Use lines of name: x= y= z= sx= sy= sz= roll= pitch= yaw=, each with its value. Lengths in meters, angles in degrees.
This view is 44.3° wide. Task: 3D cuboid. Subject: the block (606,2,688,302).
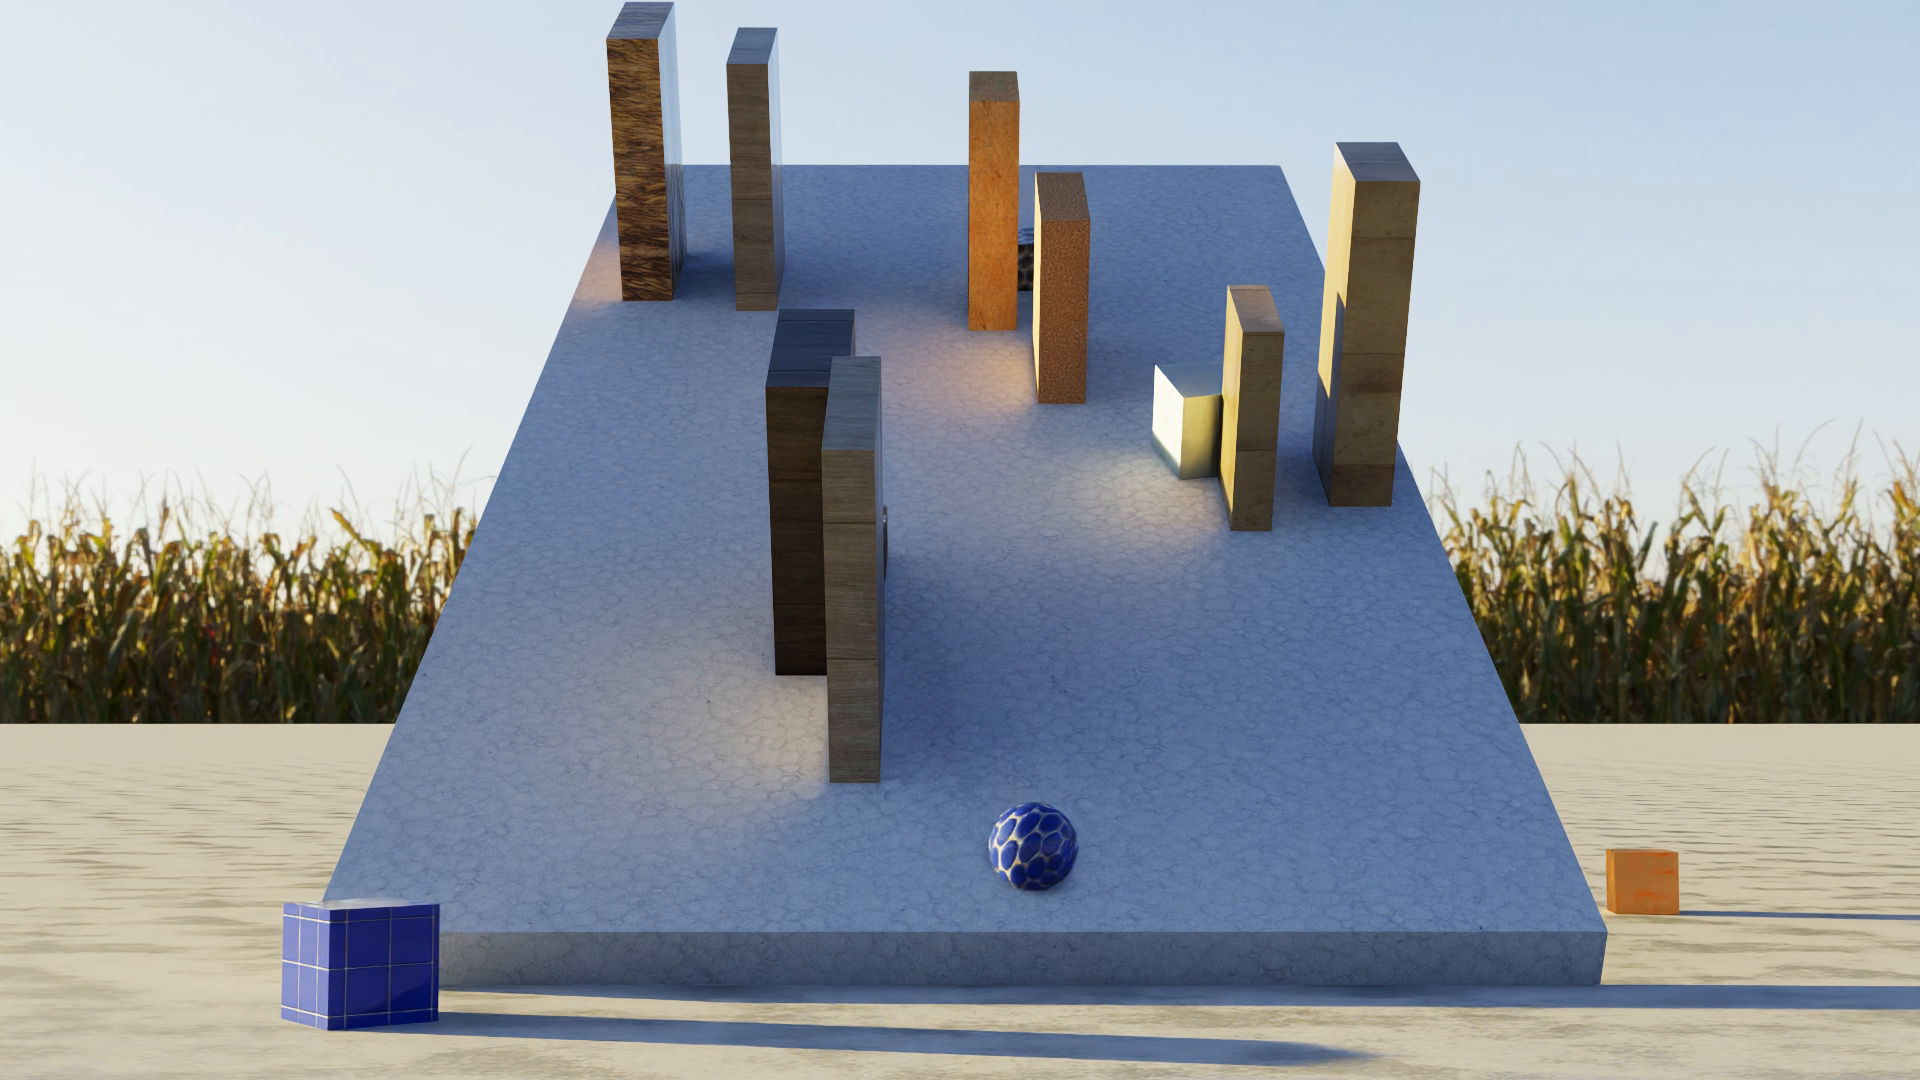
block: x=-0.814 y=-1.017 z=6.159 sx=0.128 sy=0.689 sz=0.393 roll=0 pitch=26 yaw=0

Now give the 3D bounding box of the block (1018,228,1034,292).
block: x=0.139 y=-0.742 z=6.237 sx=0.130 sy=0.130 sz=0.130 roll=-3 pitch=26 yaw=-6

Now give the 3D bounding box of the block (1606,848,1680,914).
block: x=1.461 y=0.732 z=5.048 sx=0.130 sy=0.130 sz=0.130 roll=-1 pitch=-4 yaw=7

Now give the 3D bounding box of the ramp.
ramp: x=-0.010 y=-0.229 z=5.446 sx=2.000 sy=0.100 sz=4.000 roll=0 pitch=26 yaw=0

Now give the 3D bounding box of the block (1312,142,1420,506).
block: x=0.853 y=-0.454 z=4.980 sx=0.131 sy=0.717 sz=0.274 roll=0 pitch=26 yaw=0

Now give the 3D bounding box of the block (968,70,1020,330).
block: x=0.083 y=-0.856 z=5.946 sx=0.121 sy=0.591 sz=0.280 roll=0 pitch=26 yaw=0

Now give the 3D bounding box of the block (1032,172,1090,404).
block: x=0.238 y=-0.601 z=5.585 sx=0.112 sy=0.448 sz=0.363 roll=0 pitch=26 yaw=0

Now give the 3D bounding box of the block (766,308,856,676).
block: x=-0.269 y=-0.093 z=4.398 sx=0.142 sy=0.574 sz=0.389 roll=0 pitch=26 yaw=0

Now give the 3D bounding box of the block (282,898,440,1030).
block: x=-0.827 y=0.582 z=3.251 sx=0.159 sy=0.159 sz=0.159 roll=3 pitch=-5 yaw=-38

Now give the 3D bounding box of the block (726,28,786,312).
block: x=-0.525 y=-0.961 z=6.095 sx=0.103 sy=0.645 sz=0.371 roll=0 pitch=26 yaw=0

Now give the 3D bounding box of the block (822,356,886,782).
block: x=-0.180 y=0.047 z=4.059 sx=0.085 sy=0.620 sz=0.403 roll=0 pitch=26 yaw=0

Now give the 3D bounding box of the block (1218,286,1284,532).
block: x=0.606 y=-0.277 z=4.930 sx=0.084 sy=0.443 sz=0.273 roll=0 pitch=26 yaw=0

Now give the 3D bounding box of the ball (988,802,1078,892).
ball: x=0.116 y=0.483 z=3.714 sx=0.140 sy=0.140 sz=0.140 roll=0 pitch=-4 yaw=0

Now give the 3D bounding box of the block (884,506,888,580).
block: x=-0.204 y=0.005 z=4.724 sx=0.112 sy=0.112 sz=0.112 roll=0 pitch=26 yaw=1

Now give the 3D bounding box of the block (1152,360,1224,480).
block: x=0.550 y=-0.268 z=5.194 sx=0.195 sy=0.195 sz=0.195 roll=-6 pitch=27 yaw=-12
